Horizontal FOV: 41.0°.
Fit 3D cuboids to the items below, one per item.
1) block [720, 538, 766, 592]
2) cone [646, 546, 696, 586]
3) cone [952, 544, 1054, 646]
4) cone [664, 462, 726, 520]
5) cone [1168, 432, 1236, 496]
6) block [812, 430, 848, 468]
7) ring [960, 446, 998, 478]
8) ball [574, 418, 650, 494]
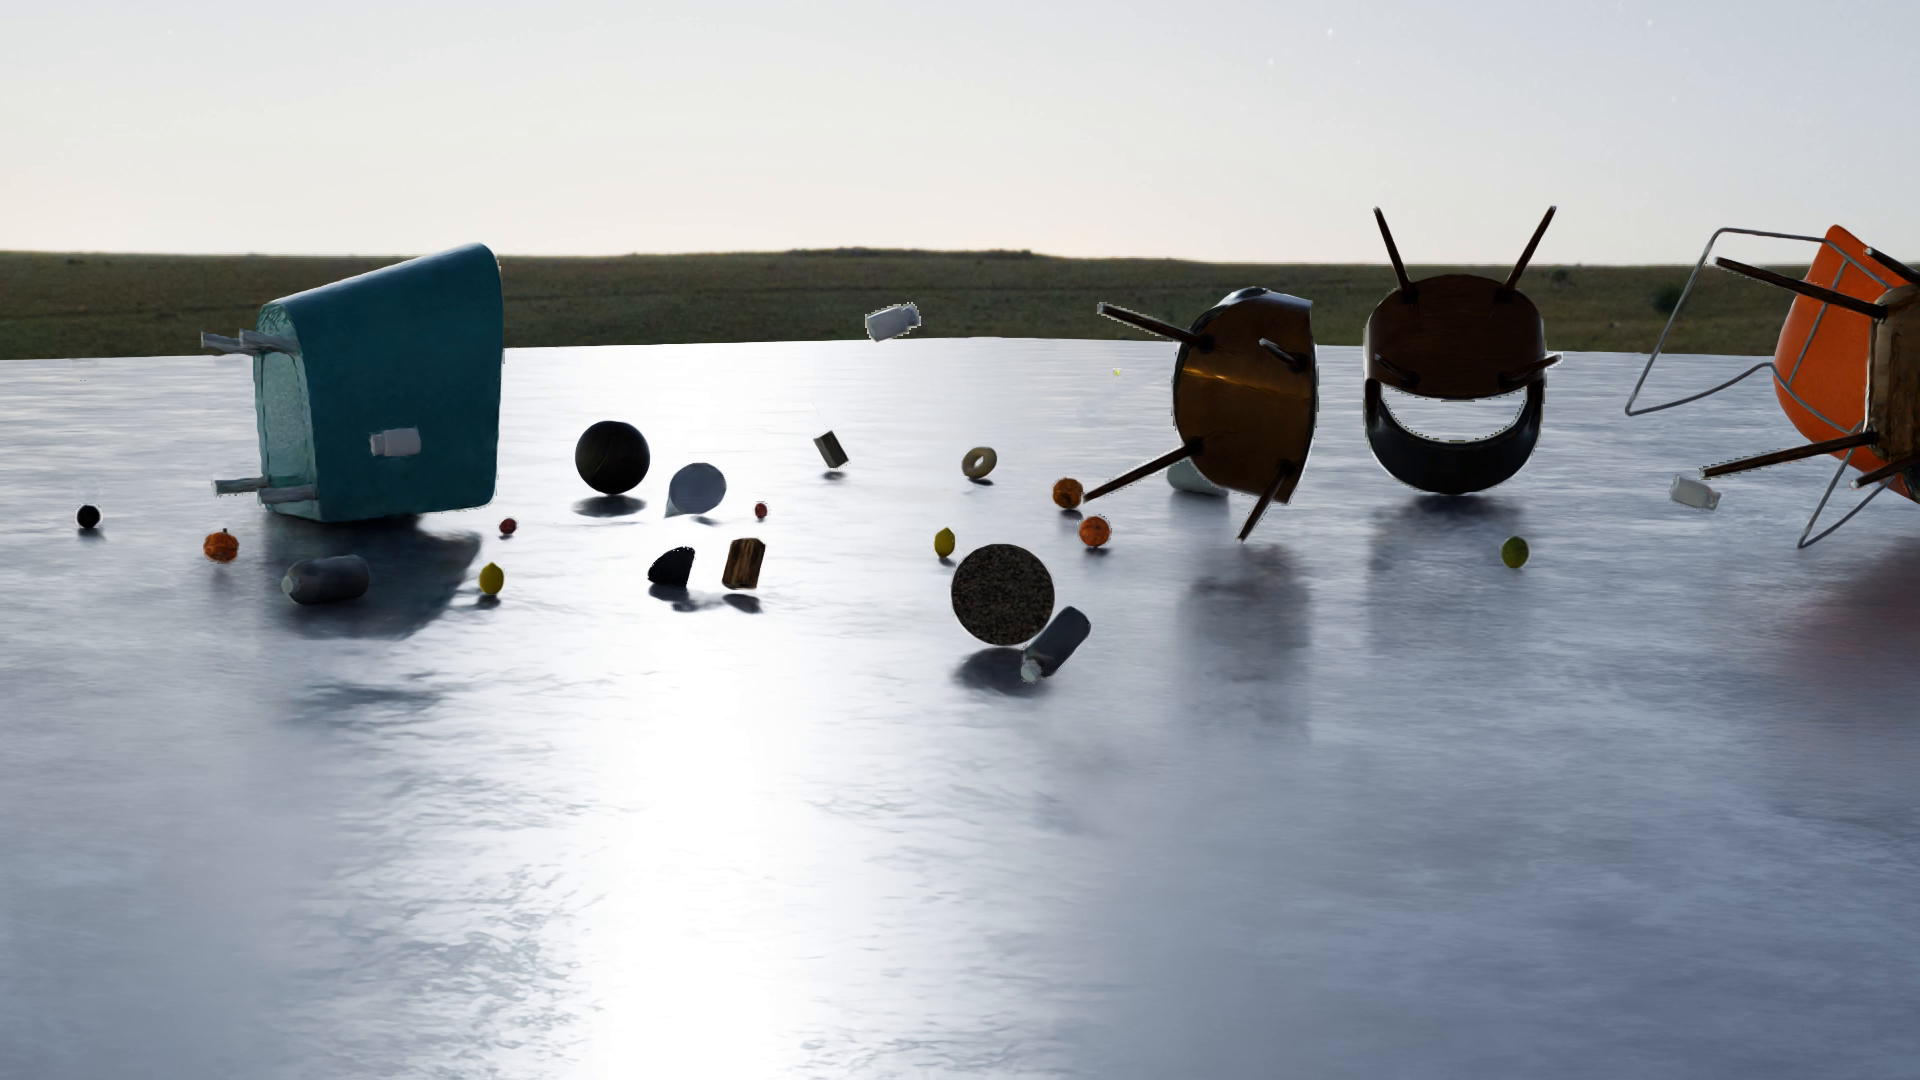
[{"bbox_3d":[-0.452,0.051,5.358,0.066,0.102,0.038,-4,-26,34],"label":"block"},{"bbox_3d":[-0.598,0.077,5.458,0.119,0.067,0.107,-33,-30,-8],"label":"cone"},{"bbox_3d":[0.075,0.096,4.617,0.188,0.181,0.094,37,0,-2],"label":"cone"},{"bbox_3d":[-0.632,-0.081,5.797,0.170,0.117,0.168,-38,0,-44],"label":"cone"},{"bbox_3d":[0.771,-0.186,7.772,0.238,0.158,0.234,-35,33,4],"label":"cone"},{"bbox_3d":[-0.439,-0.307,8.713,0.049,0.119,0.109,-32,8,-16],"label":"block"},{"bbox_3d":[0.063,-0.255,8.365,0.154,0.115,0.038,-8,-32,39],"label":"ring"},{"bbox_3d":[-1.046,-0.251,7.730,0.228,0.228,0.228,0,6,0],"label":"ball"}]
